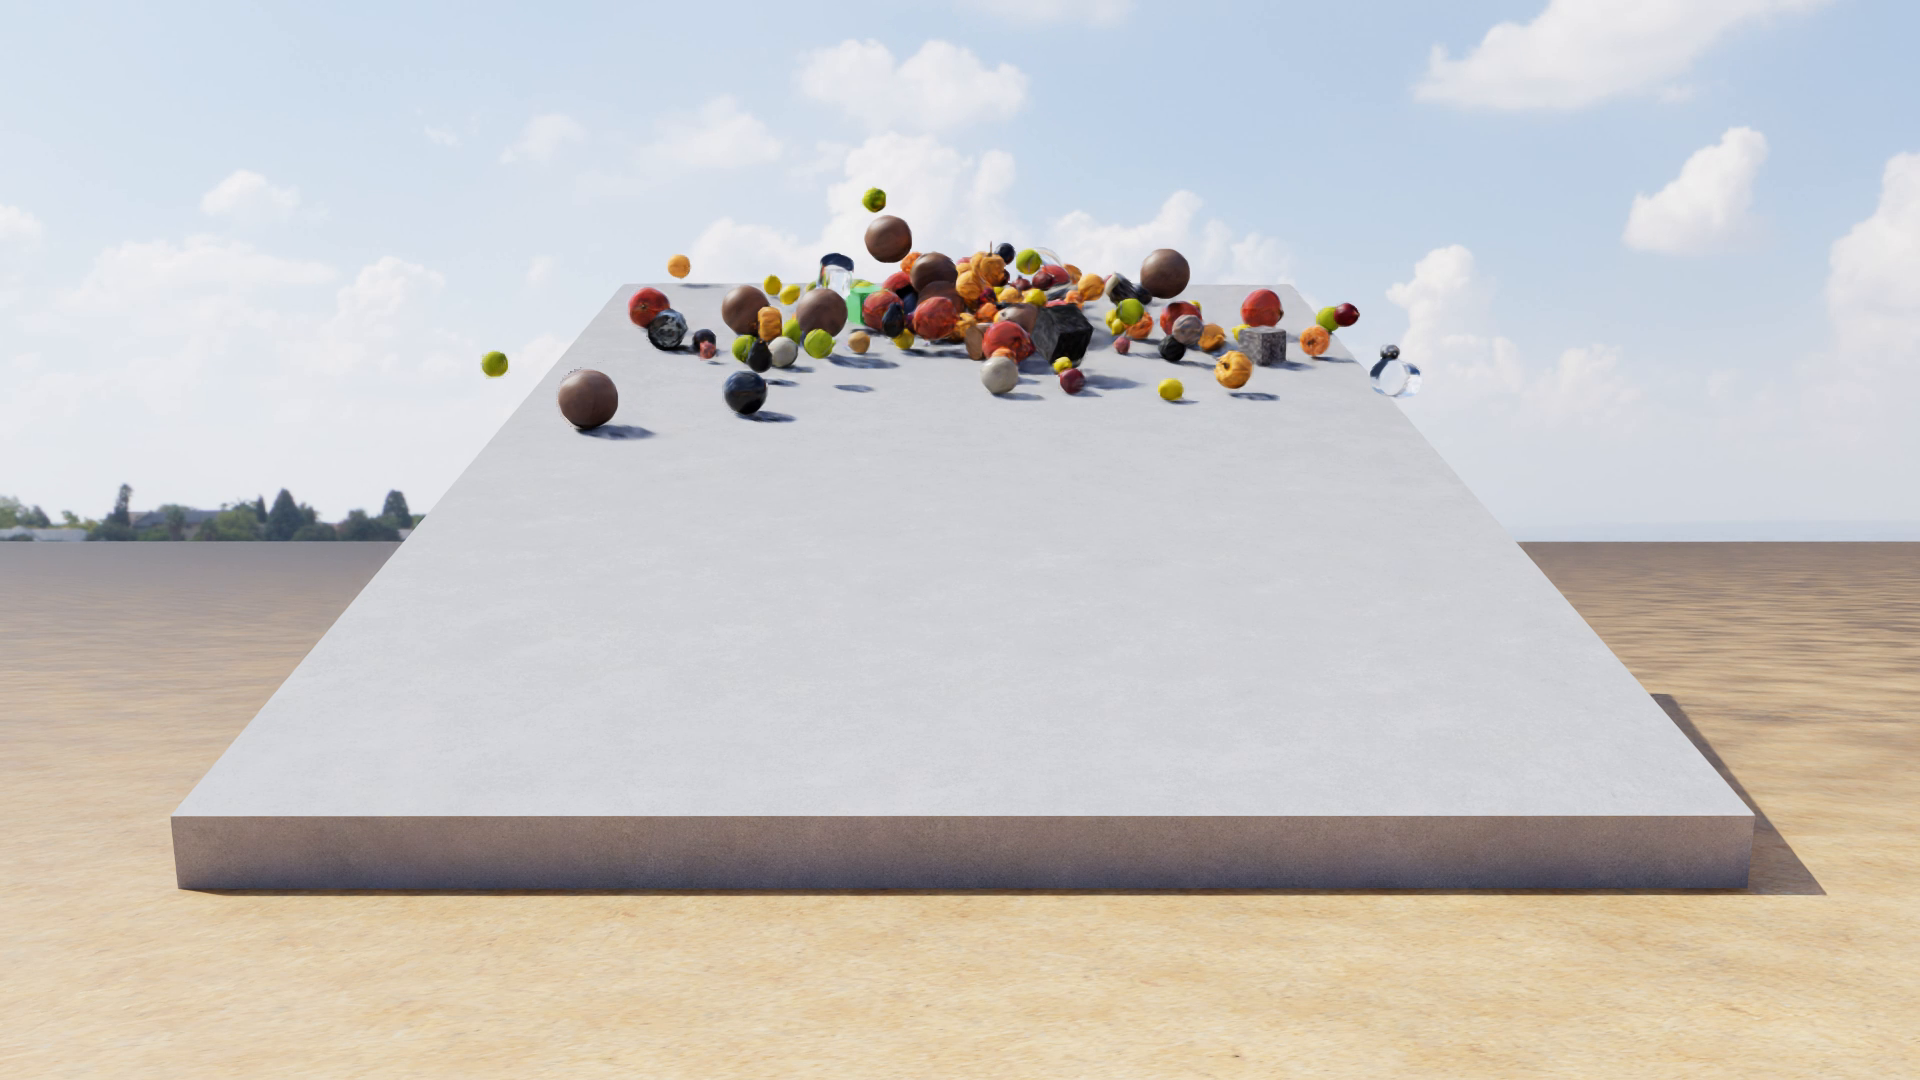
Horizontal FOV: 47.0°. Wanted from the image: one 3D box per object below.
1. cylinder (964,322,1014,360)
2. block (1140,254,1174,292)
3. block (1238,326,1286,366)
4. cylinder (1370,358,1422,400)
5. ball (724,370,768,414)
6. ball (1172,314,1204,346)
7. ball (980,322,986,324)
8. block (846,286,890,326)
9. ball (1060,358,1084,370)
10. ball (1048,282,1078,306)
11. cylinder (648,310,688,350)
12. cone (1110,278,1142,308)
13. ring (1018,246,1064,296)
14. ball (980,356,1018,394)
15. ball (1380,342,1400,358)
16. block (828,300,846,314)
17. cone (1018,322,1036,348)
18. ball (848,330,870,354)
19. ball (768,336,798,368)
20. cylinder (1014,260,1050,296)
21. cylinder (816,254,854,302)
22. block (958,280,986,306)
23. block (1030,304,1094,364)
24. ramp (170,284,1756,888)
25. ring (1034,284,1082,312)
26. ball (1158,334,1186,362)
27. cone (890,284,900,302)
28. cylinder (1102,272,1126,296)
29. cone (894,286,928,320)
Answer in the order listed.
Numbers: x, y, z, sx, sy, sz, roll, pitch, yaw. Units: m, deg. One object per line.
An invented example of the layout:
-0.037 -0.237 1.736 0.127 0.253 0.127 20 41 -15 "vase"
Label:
0.073 -0.499 5.546 0.088 0.088 0.088 -10 6 -32 "cylinder"
0.517 -0.698 5.794 0.057 0.057 0.057 34 -46 -14 "block"
0.752 -0.484 5.504 0.082 0.082 0.082 -11 20 -34 "block"
0.969 -0.359 4.914 0.085 0.085 0.085 0 -3 36 "cylinder"
-0.480 -0.331 4.944 0.099 0.099 0.099 0 0 0 "ball"
0.563 -0.520 5.463 0.077 0.077 0.077 0 0 0 "ball"
0.060 -0.533 5.718 0.057 0.057 0.057 0 0 0 "ball"
-0.252 -0.640 6.025 0.087 0.087 0.087 -11 19 -26 "block"
0.272 -0.448 5.421 0.059 0.059 0.059 0 0 0 "ball"
0.282 -0.666 6.110 0.093 0.093 0.093 0 0 0 "ball"
-0.751 -0.539 5.675 0.091 0.091 0.091 0 16 -1 "cylinder"
0.468 -0.661 6.061 0.083 0.083 0.083 42 20 24 "cone"
0.232 -0.780 6.422 0.143 0.143 0.048 0 5 22 "ring"
0.092 -0.384 5.146 0.090 0.090 0.090 0 0 0 "ball"
1.107 -0.484 5.695 0.050 0.050 0.050 0 0 0 "ball"
-0.339 -0.665 6.163 0.060 0.060 0.060 -3 18 -6 "block"
0.168 -0.521 5.723 0.067 0.067 0.067 0 -12 -30 "cone"
-0.255 -0.502 5.612 0.056 0.056 0.056 0 0 0 "ball"
-0.437 -0.462 5.438 0.076 0.076 0.076 0 0 0 "ball"
0.197 -0.714 6.026 0.093 0.093 0.093 0 5 0 "cylinder"
-0.335 -0.705 5.928 0.092 0.092 0.092 9 39 -7 "cylinder"
0.035 -0.706 6.306 0.054 0.054 0.054 -18 23 -29 "block"
0.245 -0.496 5.315 0.097 0.097 0.097 -11 51 -29 "block"
-0.002 -0.162 4.723 2.000 0.100 4.000 0 16 0 "ramp"
0.262 -0.646 5.904 0.139 0.046 0.139 -18 11 4 "ring"
0.530 -0.479 5.513 0.068 0.068 0.068 0 0 0 "ball"
-0.164 -0.696 6.335 0.056 0.056 0.056 22 -10 -27 "cone"
0.450 -0.731 6.354 0.059 0.059 0.059 30 24 -15 "cylinder"
-0.134 -0.646 6.129 0.097 0.097 0.097 0 -10 2 "cone"
